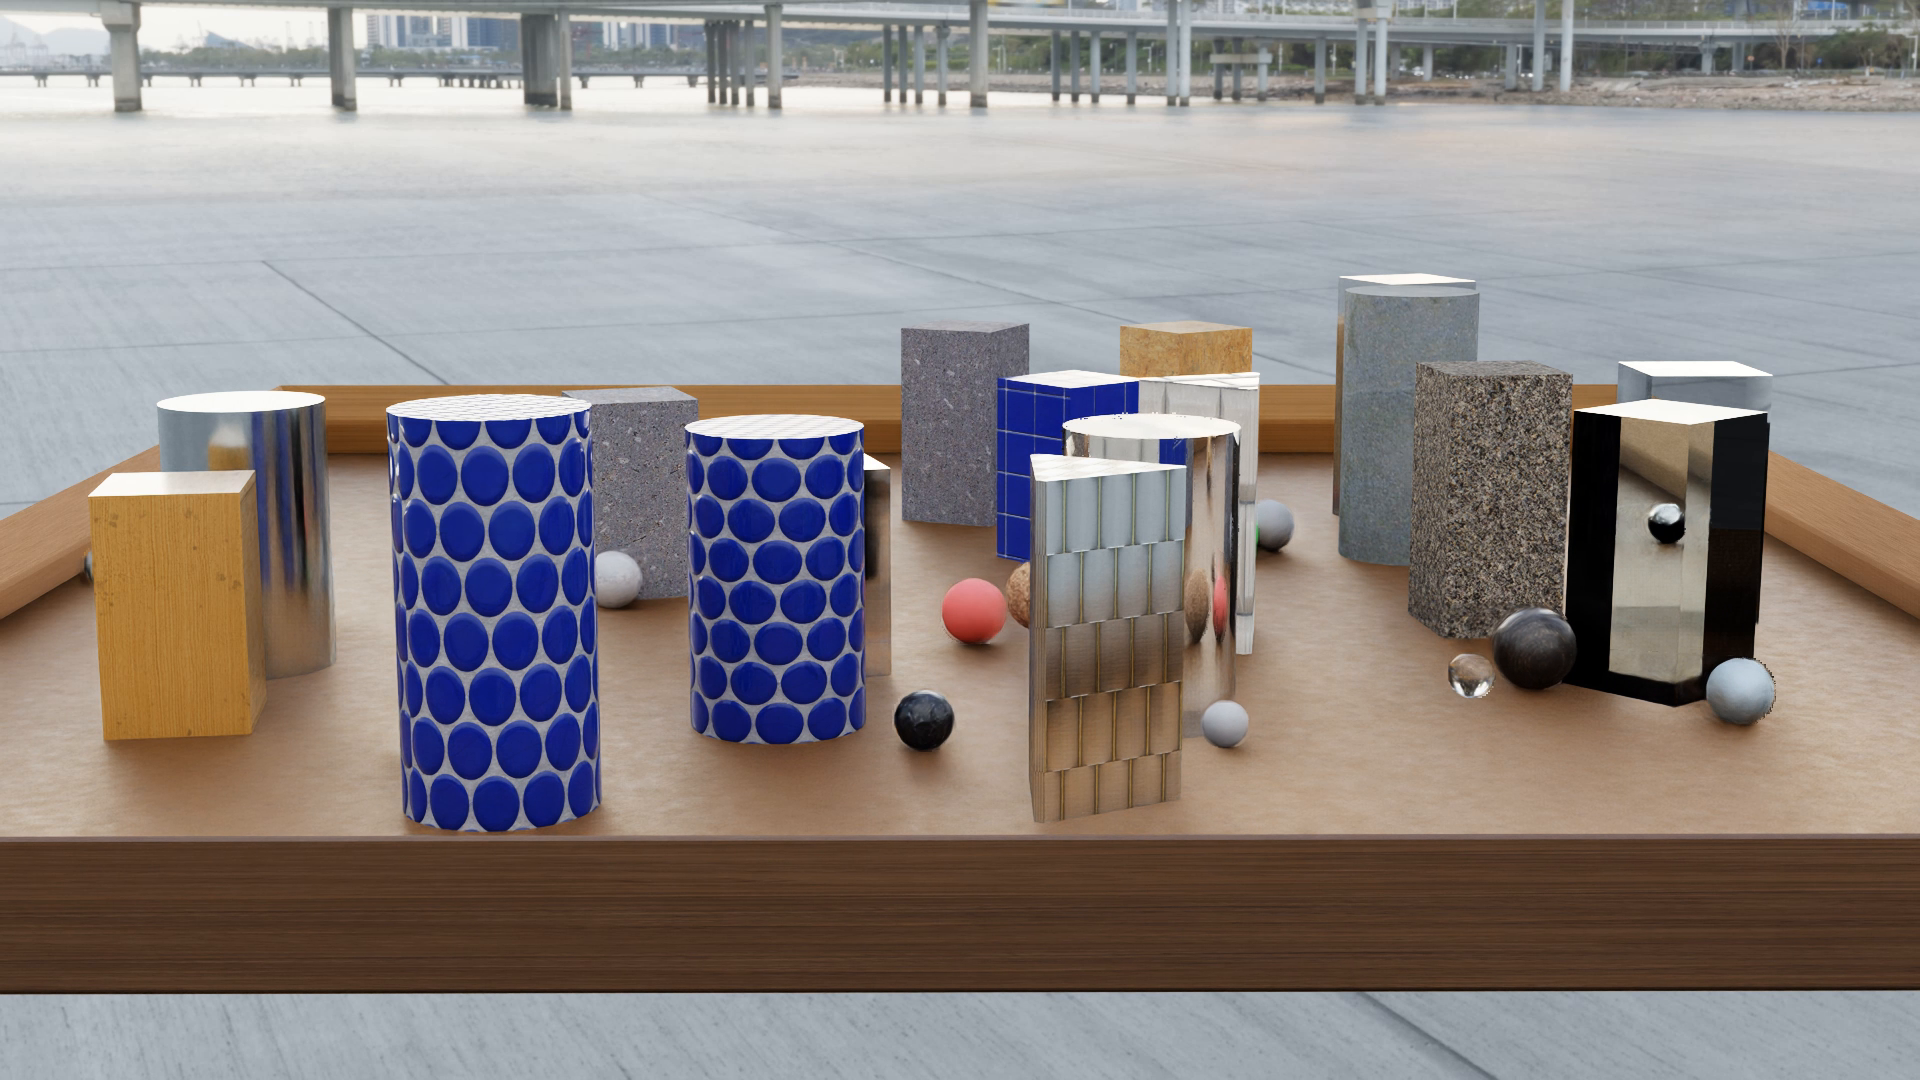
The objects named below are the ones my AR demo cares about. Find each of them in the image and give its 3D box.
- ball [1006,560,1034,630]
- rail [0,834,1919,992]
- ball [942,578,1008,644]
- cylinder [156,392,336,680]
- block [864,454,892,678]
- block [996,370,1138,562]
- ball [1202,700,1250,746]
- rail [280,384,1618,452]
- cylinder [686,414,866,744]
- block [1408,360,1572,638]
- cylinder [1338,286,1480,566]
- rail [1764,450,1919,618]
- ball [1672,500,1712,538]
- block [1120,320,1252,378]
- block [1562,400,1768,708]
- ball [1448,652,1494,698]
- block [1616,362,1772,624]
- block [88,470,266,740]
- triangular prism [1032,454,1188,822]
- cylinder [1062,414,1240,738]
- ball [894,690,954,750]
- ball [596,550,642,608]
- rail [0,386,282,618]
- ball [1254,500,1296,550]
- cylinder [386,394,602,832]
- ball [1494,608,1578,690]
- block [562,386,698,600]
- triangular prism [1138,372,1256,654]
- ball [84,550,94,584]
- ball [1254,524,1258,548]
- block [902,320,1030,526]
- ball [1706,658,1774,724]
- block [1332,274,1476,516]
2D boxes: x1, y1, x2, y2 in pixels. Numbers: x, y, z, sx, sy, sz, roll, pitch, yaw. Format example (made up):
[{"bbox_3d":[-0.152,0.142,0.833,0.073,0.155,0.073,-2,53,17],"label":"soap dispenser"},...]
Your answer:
[{"bbox_3d":[0.106,0.072,3.333,0.094,0.094,0.094,0,11,0],"label":"ball"},{"bbox_3d":[0.008,0.292,2.051,2.557,0.128,0.045,0,11,0],"label":"rail"},{"bbox_3d":[0.019,0.091,3.264,0.084,0.084,0.084,0,11,0],"label":"ball"},{"bbox_3d":[-0.869,-0.008,3.134,0.196,0.325,0.196,0,11,0],"label":"cylinder"},{"bbox_3d":[-0.181,0.030,3.128,0.157,0.253,0.157,-3,11,-16],"label":"block"},{"bbox_3d":[0.166,-0.106,3.815,0.157,0.269,0.157,-9,14,-40],"label":"block"},{"bbox_3d":[0.287,0.198,2.774,0.051,0.051,0.051,0,11,0],"label":"ball"},{"bbox_3d":[-0.008,-0.226,4.846,2.557,0.128,0.045,0,11,0],"label":"rail"},{"bbox_3d":[-0.204,0.039,2.851,0.196,0.334,0.196,0,11,0],"label":"cylinder"},{"bbox_3d":[0.690,-0.056,3.351,0.157,0.339,0.157,-1,11,-7],"label":"block"},{"bbox_3d":[0.670,-0.174,3.836,0.196,0.396,0.196,0,11,0],"label":"cylinder"},{"bbox_3d":[1.255,0.032,3.456,0.045,0.128,2.890,0,11,0],"label":"rail"},{"bbox_3d":[1.139,-0.033,3.996,0.061,0.061,0.061,0,11,0],"label":"ball"},{"bbox_3d":[0.379,-0.214,4.333,0.157,0.293,0.157,-7,13,-34],"label":"block"},{"bbox_3d":[0.829,0.011,3.024,0.157,0.328,0.157,-9,14,-40],"label":"block"},{"bbox_3d":[0.595,0.157,2.990,0.053,0.053,0.053,0,11,0],"label":"ball"},{"bbox_3d":[0.972,-0.065,3.426,0.157,0.330,0.157,0,11,-2],"label":"block"},{"bbox_3d":[-0.870,0.069,2.866,0.157,0.270,0.157,-2,11,-9],"label":"block"},{"bbox_3d":[0.112,0.090,2.570,0.170,0.337,0.147,-6,12,-30],"label":"triangular prism"},{"bbox_3d":[0.212,0.037,2.868,0.196,0.332,0.196,0,11,0],"label":"cylinder"},{"bbox_3d":[-0.038,0.194,2.759,0.065,0.065,0.065,0,11,0],"label":"ball"},{"bbox_3d":[-0.470,0.054,3.478,0.078,0.078,0.078,0,11,0],"label":"ball"},{"bbox_3d":[-1.255,0.034,3.442,0.045,0.128,2.890,0,11,0],"label":"rail"},{"bbox_3d":[0.470,-0.022,3.893,0.076,0.076,0.076,0,11,0],"label":"ball"},{"bbox_3d":[-0.457,0.067,2.528,0.196,0.398,0.196,0,11,0],"label":"cylinder"},{"bbox_3d":[0.678,0.128,3.025,0.097,0.097,0.097,0,11,0],"label":"ball"},{"bbox_3d":[-0.460,-0.066,3.588,0.157,0.274,0.157,-4,11,-20],"label":"block"},{"bbox_3d":[0.338,-0.041,3.288,0.170,0.334,0.147,8,13,37],"label":"triangular prism"},{"bbox_3d":[-1.202,0.036,3.616,0.062,0.062,0.062,0,11,0],"label":"ball"},{"bbox_3d":[0.418,-0.006,3.850,0.061,0.061,0.061,0,11,0],"label":"ball"},{"bbox_3d":[0.009,-0.193,4.168,0.157,0.311,0.157,5,11,24],"label":"block"},{"bbox_3d":[0.872,0.169,2.869,0.074,0.074,0.074,0,11,0],"label":"ball"},{"bbox_3d":[0.714,-0.226,4.135,0.157,0.389,0.157,-4,11,-22],"label":"block"}]
